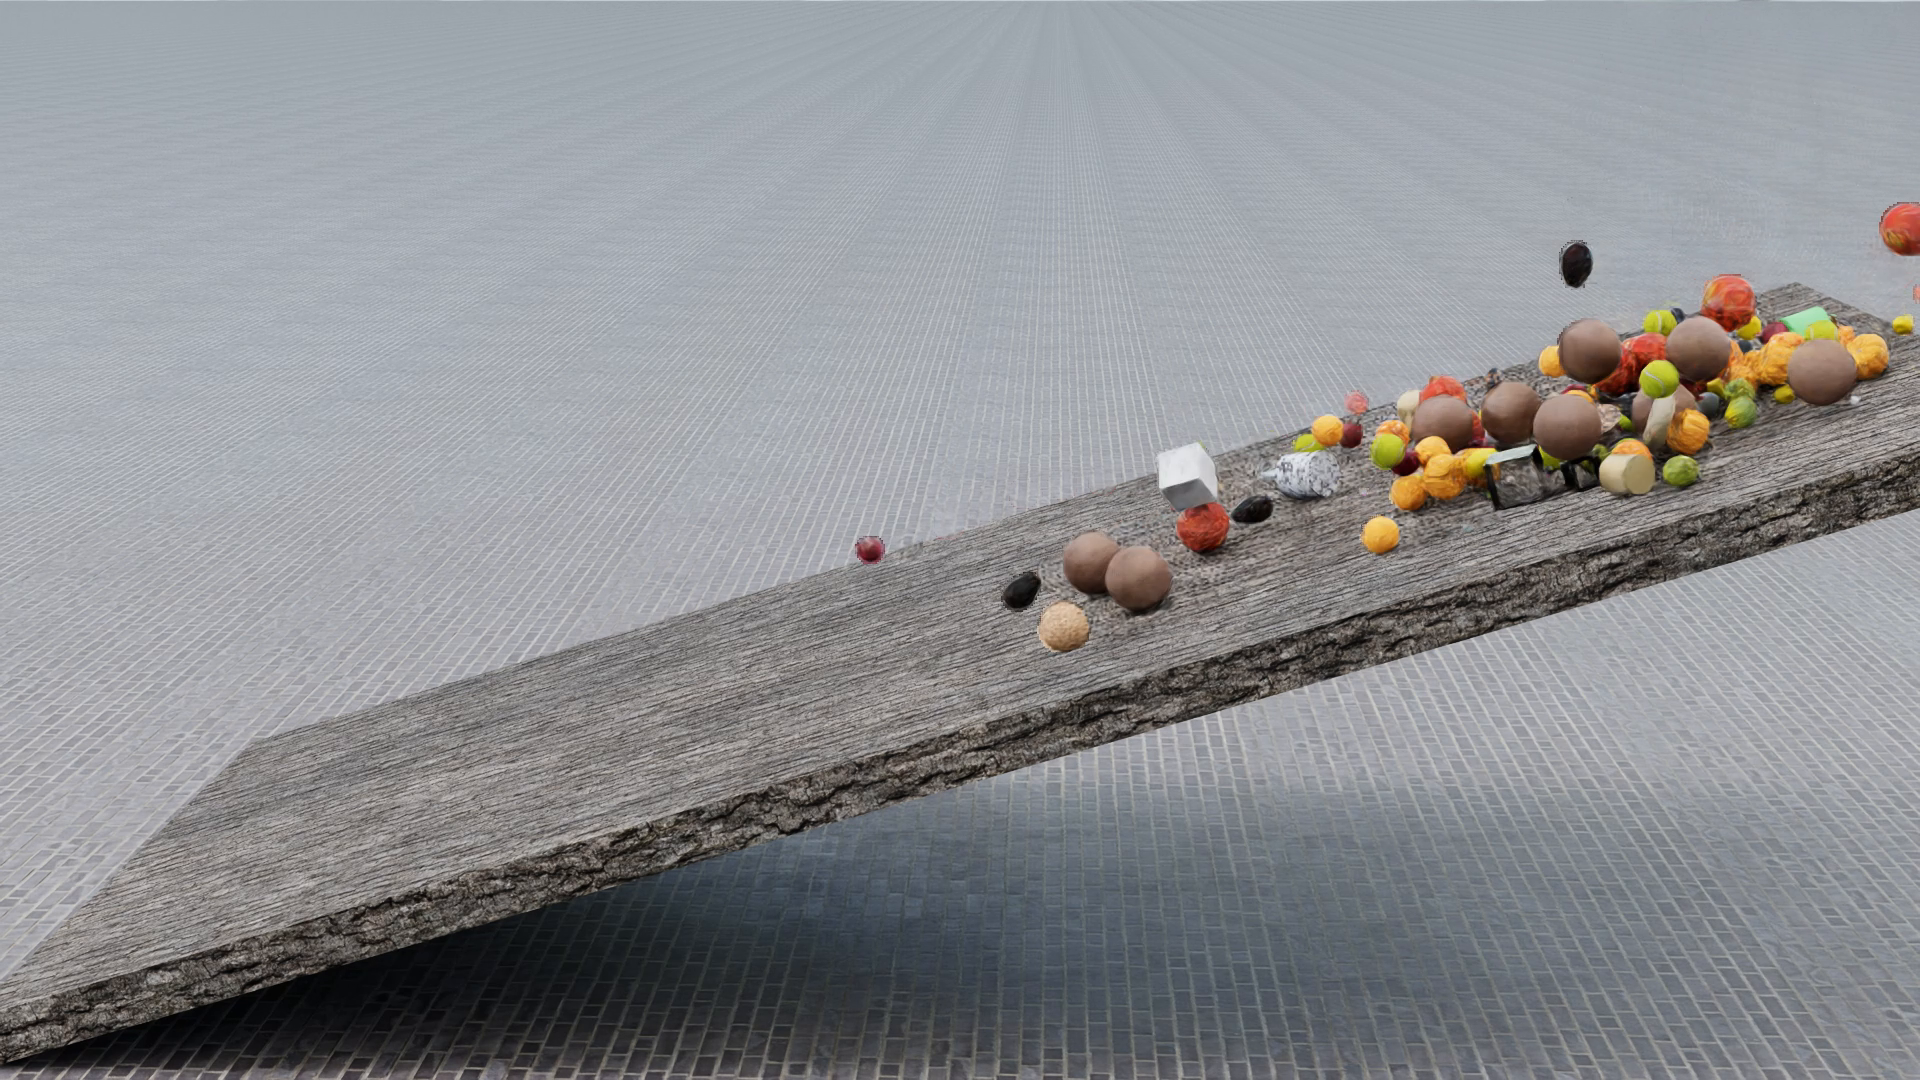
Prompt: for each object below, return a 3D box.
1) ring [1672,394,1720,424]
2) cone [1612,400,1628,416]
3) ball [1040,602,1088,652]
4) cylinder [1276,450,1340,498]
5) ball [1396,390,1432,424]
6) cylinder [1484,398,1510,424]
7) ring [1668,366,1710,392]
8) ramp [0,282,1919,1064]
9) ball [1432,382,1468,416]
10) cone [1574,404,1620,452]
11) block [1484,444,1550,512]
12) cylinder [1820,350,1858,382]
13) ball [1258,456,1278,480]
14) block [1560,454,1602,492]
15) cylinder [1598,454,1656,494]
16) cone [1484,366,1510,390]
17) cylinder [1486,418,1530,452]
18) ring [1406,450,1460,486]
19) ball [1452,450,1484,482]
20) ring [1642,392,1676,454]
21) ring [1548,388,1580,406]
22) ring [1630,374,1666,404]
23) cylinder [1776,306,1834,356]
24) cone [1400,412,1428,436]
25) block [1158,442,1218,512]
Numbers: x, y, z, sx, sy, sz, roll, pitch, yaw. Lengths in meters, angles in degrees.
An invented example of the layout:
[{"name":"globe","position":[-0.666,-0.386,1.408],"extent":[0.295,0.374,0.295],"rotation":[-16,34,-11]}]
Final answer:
[{"name":"ring","position":[1.493,-0.268,5.988],"extent":[0.109,0.036,0.109],"rotation":[-22,9,4]},{"name":"cone","position":[1.351,-0.271,6.039],"extent":[0.052,0.052,0.052],"rotation":[-38,1,16]},{"name":"ball","position":[0.201,0.168,5.672],"extent":[0.094,0.094,0.094],"rotation":[0,11,0]},{"name":"cylinder","position":[0.755,-0.141,6.384],"extent":[0.099,0.099,0.099],"rotation":[-9,3,-38]},{"name":"ball","position":[1.051,-0.305,6.802],"extent":[0.084,0.084,0.084],"rotation":[0,11,0]},{"name":"cylinder","position":[1.142,-0.274,6.256],"extent":[0.054,0.054,0.054],"rotation":[-2,-1,0]},{"name":"ring","position":[1.560,-0.344,6.298],"extent":[0.097,0.032,0.097],"rotation":[-22,8,3]},{"name":"ramp","position":[0.096,0.185,6.315],"extent":[4.000,0.100,2.000],"rotation":[-17,10,5]},{"name":"ball","position":[1.129,-0.325,6.785],"extent":[0.081,0.081,0.081],"rotation":[0,11,0]},{"name":"cone","position":[1.272,-0.204,5.820],"extent":[0.092,0.092,0.092],"rotation":[-17,37,13]},{"name":"block","position":[1.086,-0.122,5.736],"extent":[0.095,0.095,0.095],"rotation":[-13,11,23]},{"name":"cylinder","position":[1.735,-0.343,5.809],"extent":[0.052,0.052,0.052],"rotation":[-4,22,-21]},{"name":"ball","position":[0.707,-0.164,6.713],"extent":[0.053,0.053,0.053],"rotation":[0,11,0]},{"name":"block","position":[1.204,-0.130,5.684],"extent":[0.056,0.056,0.056],"rotation":[-20,11,-14]},{"name":"cylinder","position":[1.252,-0.123,5.519],"extent":[0.074,0.074,0.074],"rotation":[-5,5,-25]},{"name":"cone","position":[1.279,-0.372,6.944],"extent":[0.058,0.058,0.058],"rotation":[-11,30,-44]},{"name":"cylinder","position":[1.155,-0.219,6.204],"extent":[0.069,0.069,0.069],"rotation":[13,16,31]},{"name":"ring","position":[1.004,-0.150,6.157],"extent":[0.144,0.048,0.144],"rotation":[-16,9,3]},{"name":"ball","position":[1.045,-0.154,6.054],"extent":[0.067,0.067,0.067],"rotation":[0,11,0]},{"name":"ring","position":[1.351,-0.227,5.685],"extent":[0.041,0.123,0.123],"rotation":[16,14,10]},{"name":"ring","position":[1.344,-0.318,6.551],"extent":[0.075,0.025,0.075],"rotation":[-17,11,4]},{"name":"ring","position":[1.473,-0.324,6.296],"extent":[0.086,0.029,0.086],"rotation":[-37,2,2]},{"name":"cylinder","position":[1.803,-0.445,6.281],"extent":[0.086,0.086,0.086],"rotation":[-19,15,-9]},{"name":"cone","position":[1.044,-0.256,6.716],"extent":[0.060,0.060,0.060],"rotation":[21,13,2]},{"name":"block","position":[0.470,-0.130,6.069],"extent":[0.090,0.090,0.090],"rotation":[-16,-38,23]}]
